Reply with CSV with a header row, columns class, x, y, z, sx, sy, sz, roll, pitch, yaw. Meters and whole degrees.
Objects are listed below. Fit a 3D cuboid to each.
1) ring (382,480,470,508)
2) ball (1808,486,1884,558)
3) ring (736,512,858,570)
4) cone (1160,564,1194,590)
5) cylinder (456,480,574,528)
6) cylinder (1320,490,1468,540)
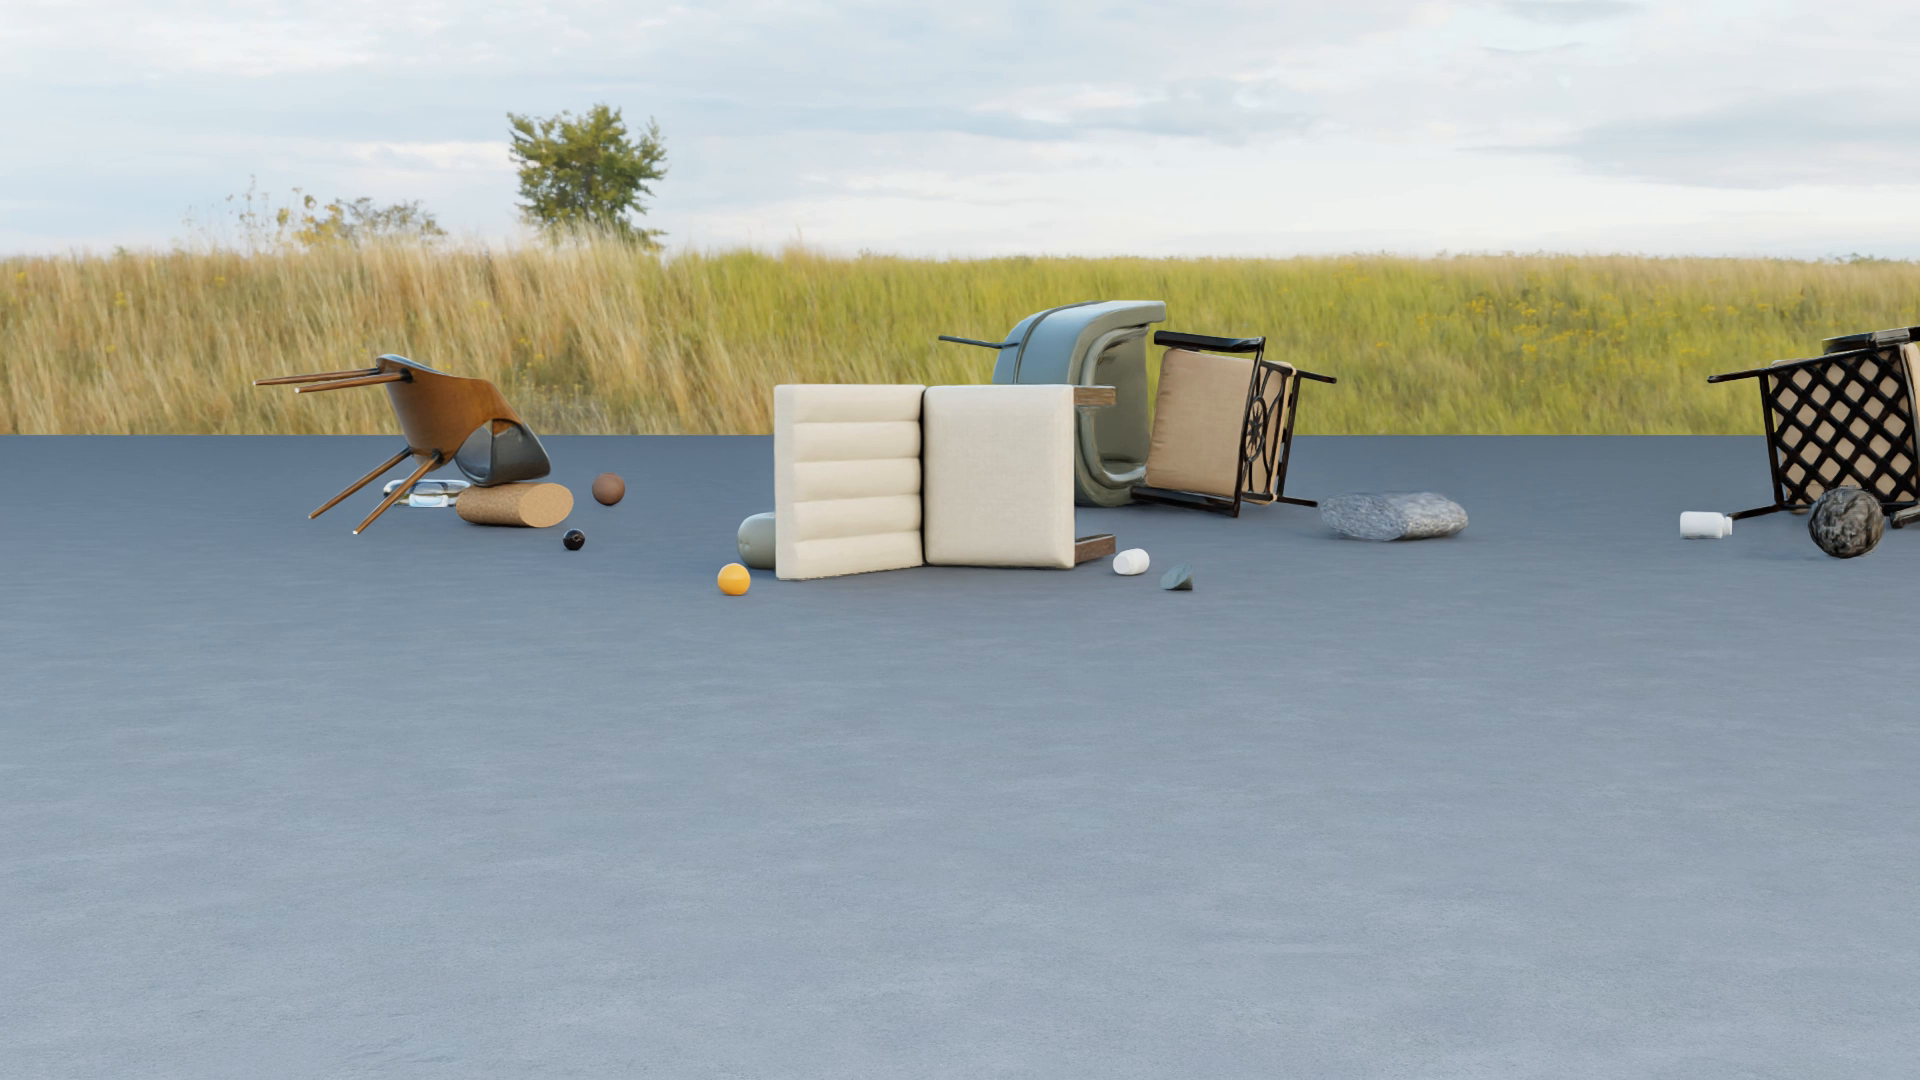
class,x,y,z,sx,sy,sz,roll,pitch,yaw
ring,-2.038,-0.180,8.440,0.342,0.100,0.272,0,3,-11
ball,2.353,-0.046,5.838,0.189,0.189,0.189,0,4,0
ring,-0.412,0.001,5.582,0.330,0.133,0.262,-4,7,-39
cone,0.502,0.096,4.920,0.052,0.070,0.127,37,-24,-17
cylinder,-1.468,-0.119,7.247,0.312,0.141,0.235,3,11,38
cylinder,1.310,-0.075,6.635,0.314,0.133,0.319,-4,12,-44
